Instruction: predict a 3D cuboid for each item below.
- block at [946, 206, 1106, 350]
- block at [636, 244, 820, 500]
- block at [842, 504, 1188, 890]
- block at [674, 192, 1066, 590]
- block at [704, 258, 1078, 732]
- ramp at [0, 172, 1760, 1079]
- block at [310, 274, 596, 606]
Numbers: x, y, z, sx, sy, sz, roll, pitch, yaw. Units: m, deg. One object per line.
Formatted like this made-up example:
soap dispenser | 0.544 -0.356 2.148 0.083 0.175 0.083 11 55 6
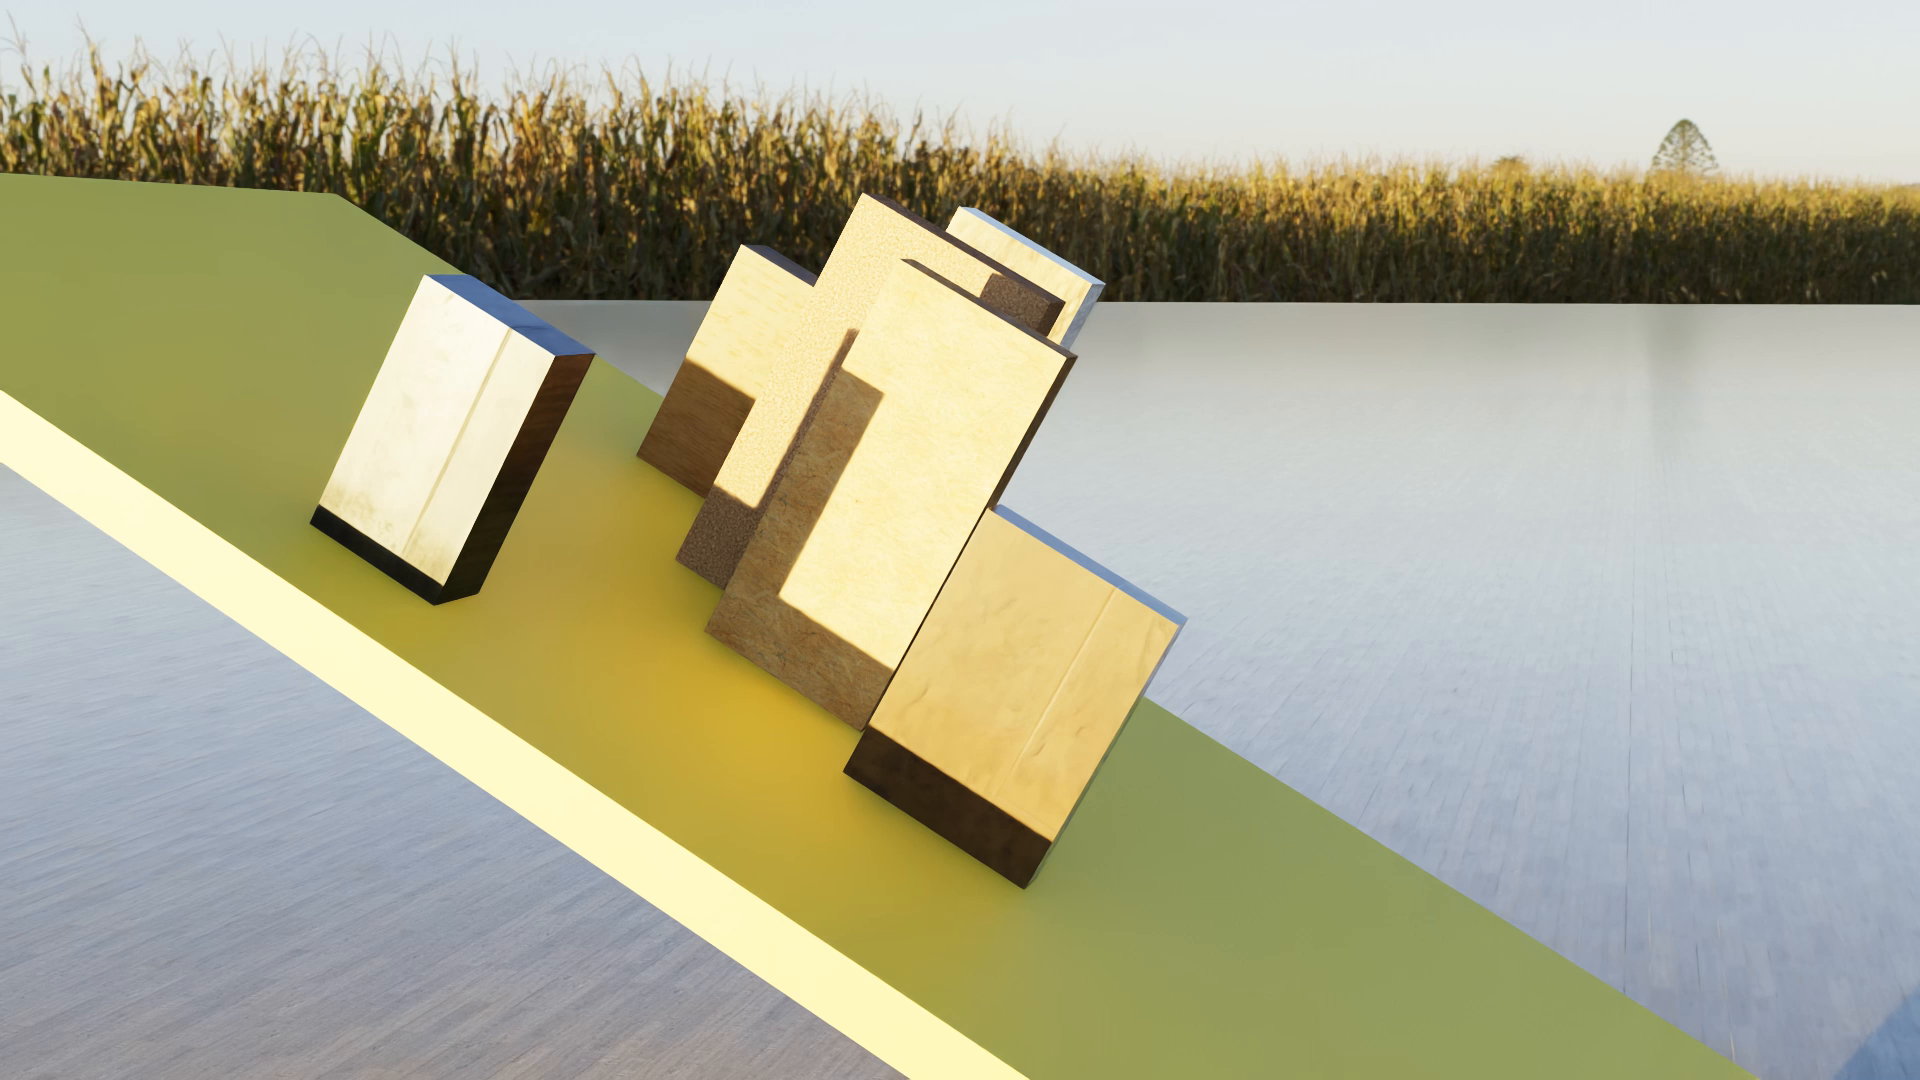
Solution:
block | -0.019 -0.323 4.949 0.345 0.770 0.129 32 15 11
block | -0.410 -0.317 4.704 0.355 0.515 0.138 32 15 11
block | 0.087 0.259 3.648 0.365 0.520 0.082 32 15 11
block | -0.177 -0.203 4.174 0.411 0.799 0.120 32 15 11
block | -0.130 -0.077 3.896 0.344 0.766 0.085 32 15 11
ramp | -0.198 0.327 4.135 4.000 0.100 2.000 32 15 11
block | -0.814 -0.163 3.526 0.255 0.456 0.140 32 15 11
